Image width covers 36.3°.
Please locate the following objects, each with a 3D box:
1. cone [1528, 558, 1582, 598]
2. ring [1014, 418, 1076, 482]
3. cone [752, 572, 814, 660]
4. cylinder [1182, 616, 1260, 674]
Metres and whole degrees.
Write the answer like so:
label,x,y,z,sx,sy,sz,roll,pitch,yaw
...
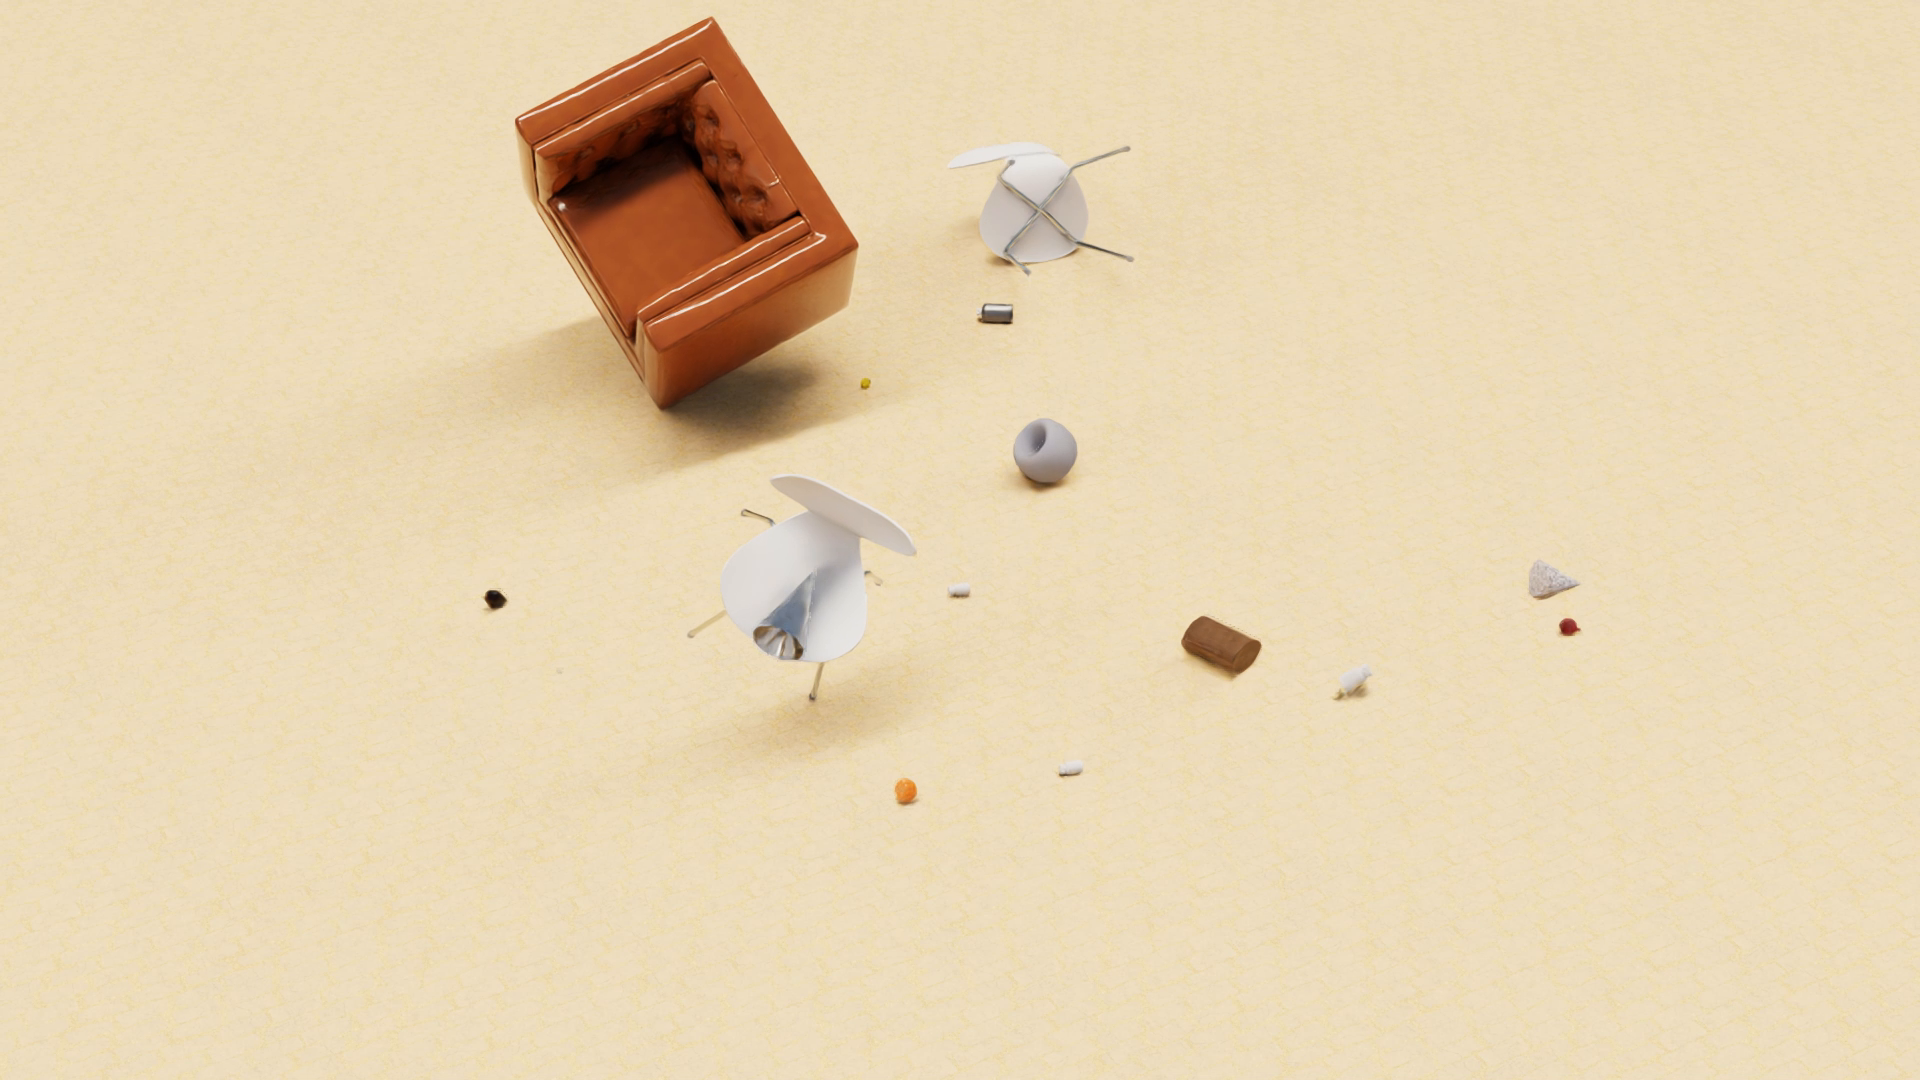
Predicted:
label,x,y,z,sx,sy,sz,roll,pitch,yaw
cone,2.181,0.149,10.661,0.201,0.140,0.104,7,1,-23
ring,0.327,-0.343,11.254,0.238,0.167,0.243,-33,44,24
cone,-0.538,0.218,9.642,0.181,0.173,0.322,25,55,0
cylinder,0.915,0.367,10.285,0.225,0.112,0.163,24,44,35
